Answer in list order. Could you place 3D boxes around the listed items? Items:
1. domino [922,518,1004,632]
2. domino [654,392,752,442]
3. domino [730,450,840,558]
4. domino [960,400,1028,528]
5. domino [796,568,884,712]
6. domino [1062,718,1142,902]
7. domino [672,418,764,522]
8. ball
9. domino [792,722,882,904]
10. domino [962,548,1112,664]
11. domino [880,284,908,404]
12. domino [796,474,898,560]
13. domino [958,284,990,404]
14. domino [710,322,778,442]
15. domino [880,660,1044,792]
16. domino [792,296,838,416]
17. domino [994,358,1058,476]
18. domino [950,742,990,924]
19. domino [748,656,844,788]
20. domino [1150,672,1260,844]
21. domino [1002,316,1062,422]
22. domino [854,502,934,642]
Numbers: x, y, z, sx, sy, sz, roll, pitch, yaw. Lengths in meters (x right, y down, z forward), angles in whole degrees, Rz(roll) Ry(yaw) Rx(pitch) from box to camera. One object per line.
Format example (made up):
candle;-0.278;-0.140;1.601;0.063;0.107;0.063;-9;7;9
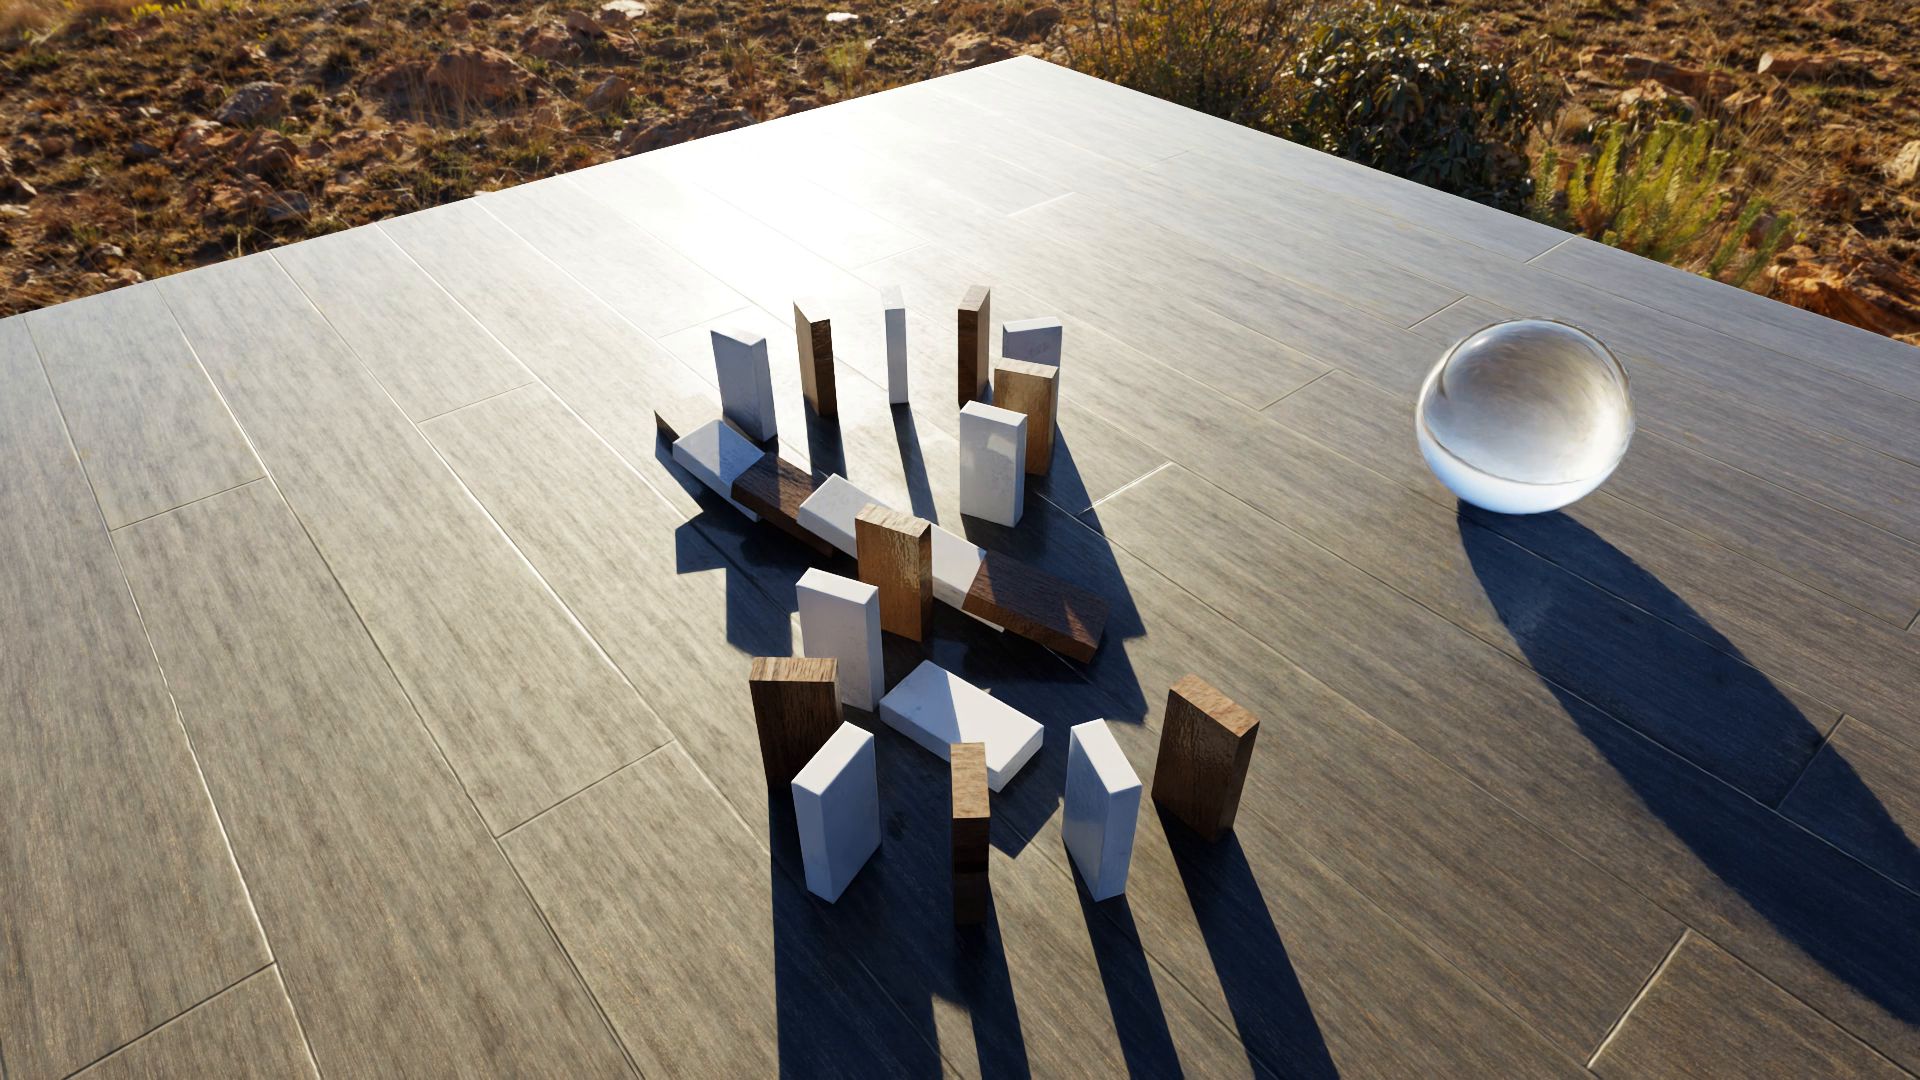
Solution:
domino;0.000;0.013;0.419;0.050;0.009;0.025;27;45;12
domino;-0.117;-0.049;0.503;0.025;0.010;0.050;-25;45;-27
domino;-0.066;-0.015;0.452;0.050;0.010;0.025;30;46;11
domino;0.013;-0.030;0.449;0.025;0.050;0.009;17;42;19
domino;-0.040;0.034;0.370;0.025;0.050;0.010;15;42;18
domino;0.040;0.078;0.316;0.009;0.050;0.025;-13;41;-15
domino;-0.096;-0.031;0.471;0.050;0.010;0.025;36;50;17
ball;0.229;-0.050;0.449;0.080;0.080;0.080;0;39;0
domino;-0.035;0.079;0.315;0.009;0.050;0.025;21;44;23
domino;0.028;0.024;0.403;0.050;0.010;0.025;23;45;3
domino;-0.031;-0.093;0.525;0.009;0.050;0.025;-6;40;-7
domino;-0.037;-0.005;0.438;0.050;0.010;0.025;30;46;10
domino;0.007;-0.093;0.525;0.009;0.050;0.025;9;40;11
domino;-0.098;-0.071;0.498;0.025;0.050;0.010;24;45;27
domino;0.000;0.061;0.369;0.050;0.010;0.025;26;46;28
domino;-0.068;-0.086;0.517;0.009;0.050;0.025;-17;42;-19
domino;0.028;-0.053;0.476;0.025;0.050;0.009;12;41;15
domino;0.003;0.083;0.310;0.009;0.050;0.025;-1;39;-2
domino;-0.049;0.058;0.341;0.025;0.050;0.009;1;39;1
domino;0.073;0.066;0.331;0.009;0.050;0.025;-30;48;-31
domino;0.032;-0.077;0.505;0.025;0.050;0.010;-9;40;-11
domino;-0.023;0.012;0.396;0.025;0.050;0.009;17;42;20
